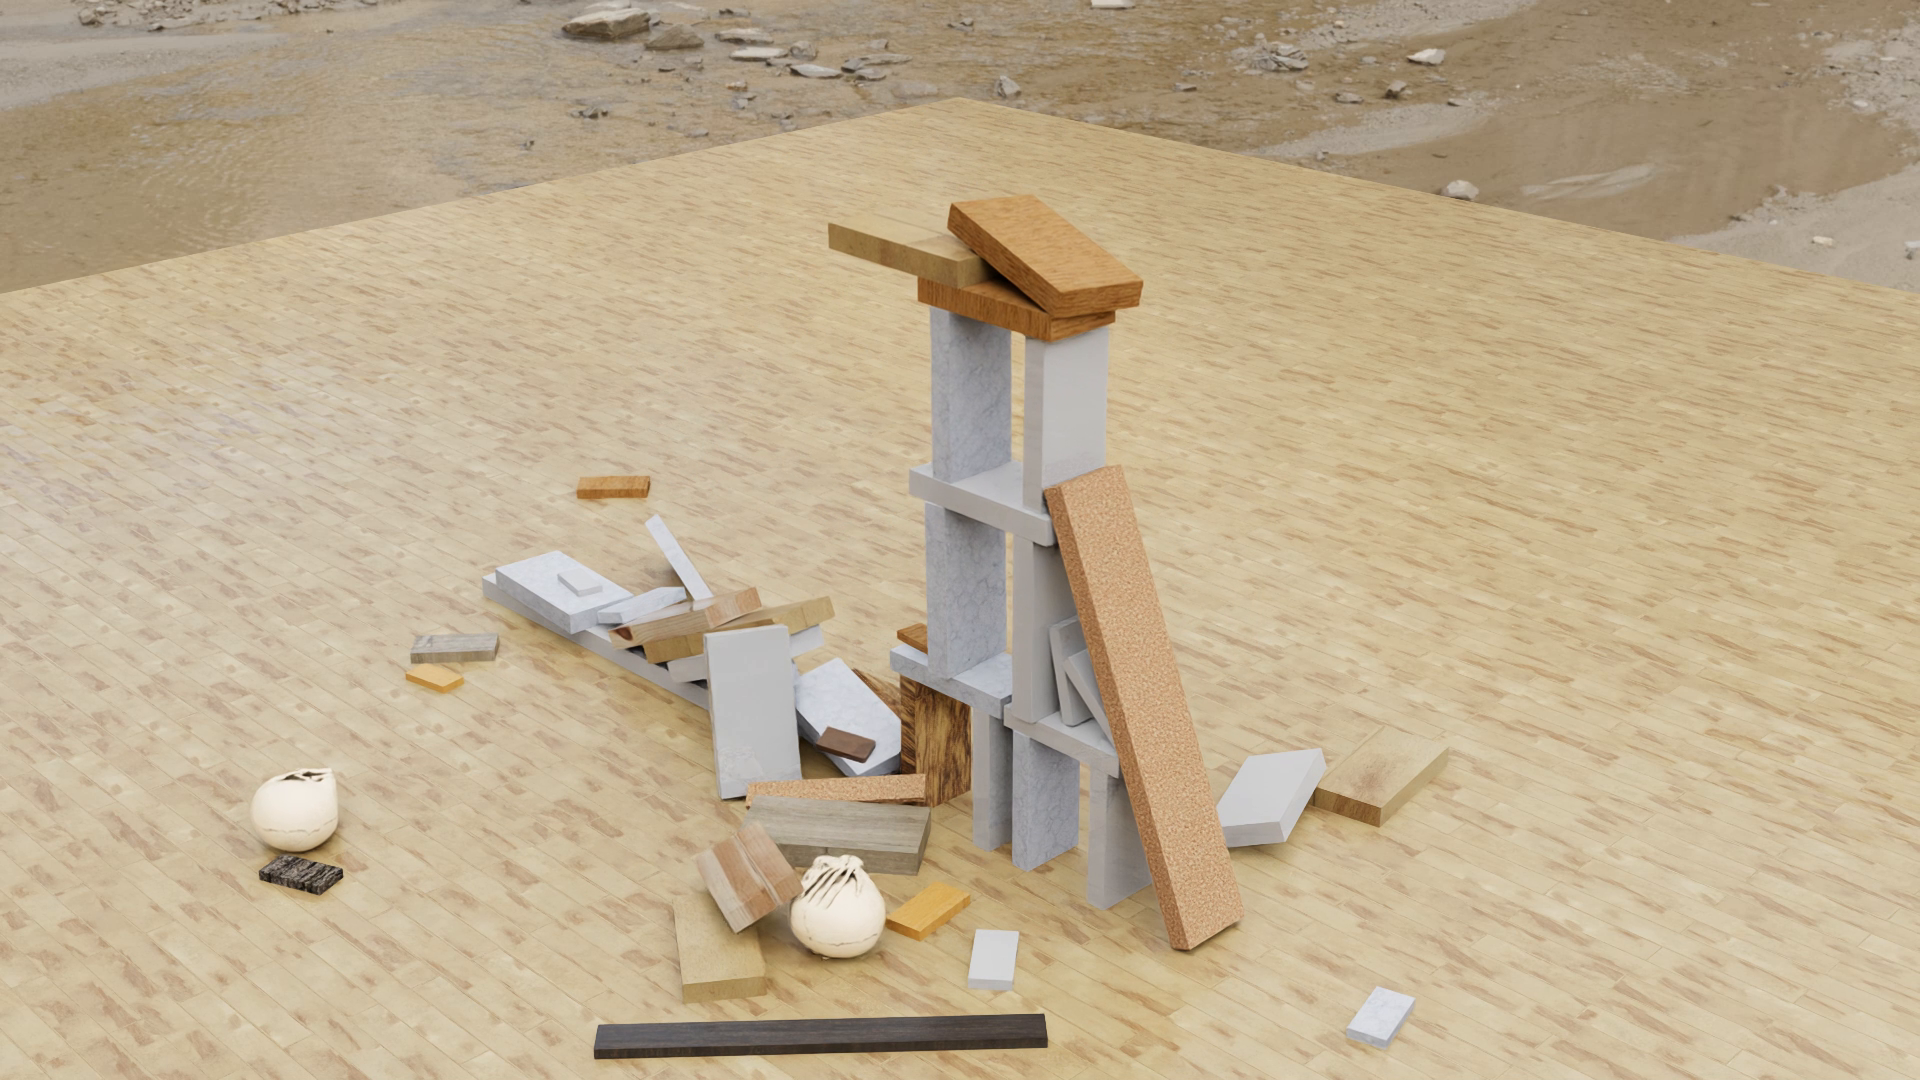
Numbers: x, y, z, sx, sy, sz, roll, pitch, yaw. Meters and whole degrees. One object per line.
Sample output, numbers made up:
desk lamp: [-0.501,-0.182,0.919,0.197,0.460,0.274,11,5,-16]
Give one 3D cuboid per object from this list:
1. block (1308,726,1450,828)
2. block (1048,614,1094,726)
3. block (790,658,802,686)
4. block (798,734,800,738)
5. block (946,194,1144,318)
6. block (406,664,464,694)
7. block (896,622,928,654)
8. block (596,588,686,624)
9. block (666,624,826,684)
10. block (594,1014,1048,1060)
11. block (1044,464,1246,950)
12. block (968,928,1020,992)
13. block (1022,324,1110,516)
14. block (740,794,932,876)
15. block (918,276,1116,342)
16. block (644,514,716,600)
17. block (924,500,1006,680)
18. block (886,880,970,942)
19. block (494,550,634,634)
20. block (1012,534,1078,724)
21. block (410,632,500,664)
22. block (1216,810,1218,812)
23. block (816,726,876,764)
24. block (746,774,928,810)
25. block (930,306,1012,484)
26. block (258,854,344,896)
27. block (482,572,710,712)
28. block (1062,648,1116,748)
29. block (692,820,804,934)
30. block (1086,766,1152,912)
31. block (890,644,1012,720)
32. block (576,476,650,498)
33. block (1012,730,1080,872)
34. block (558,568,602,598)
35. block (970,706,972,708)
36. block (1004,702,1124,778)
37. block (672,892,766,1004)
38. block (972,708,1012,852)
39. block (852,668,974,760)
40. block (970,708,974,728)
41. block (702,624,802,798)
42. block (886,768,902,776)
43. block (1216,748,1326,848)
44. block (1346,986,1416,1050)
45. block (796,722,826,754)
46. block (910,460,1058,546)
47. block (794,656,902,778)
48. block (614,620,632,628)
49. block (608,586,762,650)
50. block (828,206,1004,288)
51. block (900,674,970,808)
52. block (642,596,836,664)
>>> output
block: [0.869,0.486,4.557,0.161,0.046,0.321,16,28,33]
block: [0.220,0.240,4.096,0.095,0.190,0.027,-21,18,-40]
block: [-0.432,0.294,4.697,0.155,0.044,0.325,-18,4,-8]
block: [-0.400,0.391,4.810,0.165,0.023,0.082,19,30,38]
block: [0.148,-0.509,3.911,0.179,0.051,0.357,-11,38,-31]
block: [-1.194,0.314,4.998,0.123,0.017,0.062,15,27,32]
block: [-0.063,0.200,4.377,0.062,0.017,0.123,-18,29,-37]
block: [-0.746,0.153,5.161,0.096,0.027,0.192,-1,16,45]
block: [-0.470,0.248,4.798,0.175,0.050,0.350,-21,6,-40]
block: [-0.235,0.845,3.744,0.765,0.020,0.071,-1,23,-2]
block: [0.339,0.303,3.995,0.161,0.872,0.046,-21,8,-40]
block: [0.061,0.754,3.954,0.079,0.022,0.157,2,23,5]
block: [0.189,-0.226,3.939,0.166,0.332,0.047,-20,31,-40]
block: [-0.247,0.580,4.329,0.357,0.051,0.179,3,23,7]
block: [0.099,-0.431,3.935,0.166,0.047,0.332,-21,31,-40]
block: [-0.643,0.101,5.336,0.041,0.145,0.568,-36,30,-5]
block: [0.013,0.072,4.245,0.050,0.356,0.178,17,28,38]
block: [-0.059,0.692,4.102,0.079,0.022,0.157,16,28,33]
block: [-0.951,0.122,5.282,0.175,0.050,0.350,-18,29,-36]
block: [0.177,0.141,4.100,0.050,0.369,0.178,21,31,41]
block: [-1.178,0.252,5.132,0.192,0.027,0.096,-2,23,-4]
block: [0.423,0.540,4.389,0.095,0.027,0.190,-24,21,-22]
block: [-0.234,0.420,4.509,0.110,0.016,0.055,15,45,19]
block: [-0.250,0.507,4.429,0.375,0.016,0.055,-4,53,14]
block: [0.022,-0.287,4.081,0.047,0.332,0.166,20,30,41]
block: [-1.265,0.642,4.223,0.142,0.020,0.071,9,25,21]
block: [-0.795,0.215,5.191,0.907,0.050,0.175,21,31,40]
block: [0.275,0.287,4.043,0.095,0.027,0.190,-21,72,-40]
block: [-0.392,0.617,4.053,0.145,0.041,0.290,-31,20,-10]
block: [0.306,0.535,4.125,0.146,0.292,0.041,-21,31,-40]
block: [0.023,0.258,4.318,0.304,0.043,0.152,21,31,40]
block: [-0.956,-0.146,6.070,0.192,0.027,0.096,-1,23,-2]
block: [0.167,0.481,4.253,0.146,0.292,0.041,-21,31,-41]
block: [-0.907,0.101,5.246,0.062,0.017,0.123,-14,27,-30]
block: [-0.044,0.341,4.868,0.080,0.023,0.159,-20,29,-22]
block: [0.237,0.354,4.125,0.146,0.041,0.292,-21,31,-40]
block: [-0.438,0.732,3.982,0.145,0.041,0.290,-4,23,-10]
block: [0.094,0.446,4.320,0.043,0.304,0.152,21,31,41]
block: [-0.106,0.375,4.720,0.155,0.044,0.310,26,4,-39]
block: [0.003,0.368,4.866,0.080,0.023,0.159,-14,26,-29]
block: [-0.425,0.350,4.505,0.168,0.336,0.048,-7,8,-15]
block: [-0.210,0.418,4.602,0.062,0.017,0.268,-25,46,-23]
block: [0.615,0.517,4.420,0.161,0.046,0.321,-10,17,28]
block: [0.727,0.824,3.793,0.071,0.020,0.142,13,26,28]
block: [-0.297,0.408,4.731,0.165,0.023,0.082,31,37,33]
block: [0.092,-0.085,4.096,0.178,0.050,0.355,-21,31,-40]
block: [-0.233,0.380,4.600,0.155,0.044,0.311,-26,47,-24]
block: [-0.769,0.200,5.140,0.062,0.017,0.123,4,23,10]
block: [-0.623,0.178,4.971,0.336,0.048,0.168,-13,7,41]
block: [-0.060,-0.545,4.075,0.179,0.051,0.357,-20,30,-39]
block: [-0.048,0.391,4.449,0.152,0.304,0.043,-20,30,-39]
block: [-0.492,0.200,4.845,0.168,0.048,0.475,-21,6,-43]
